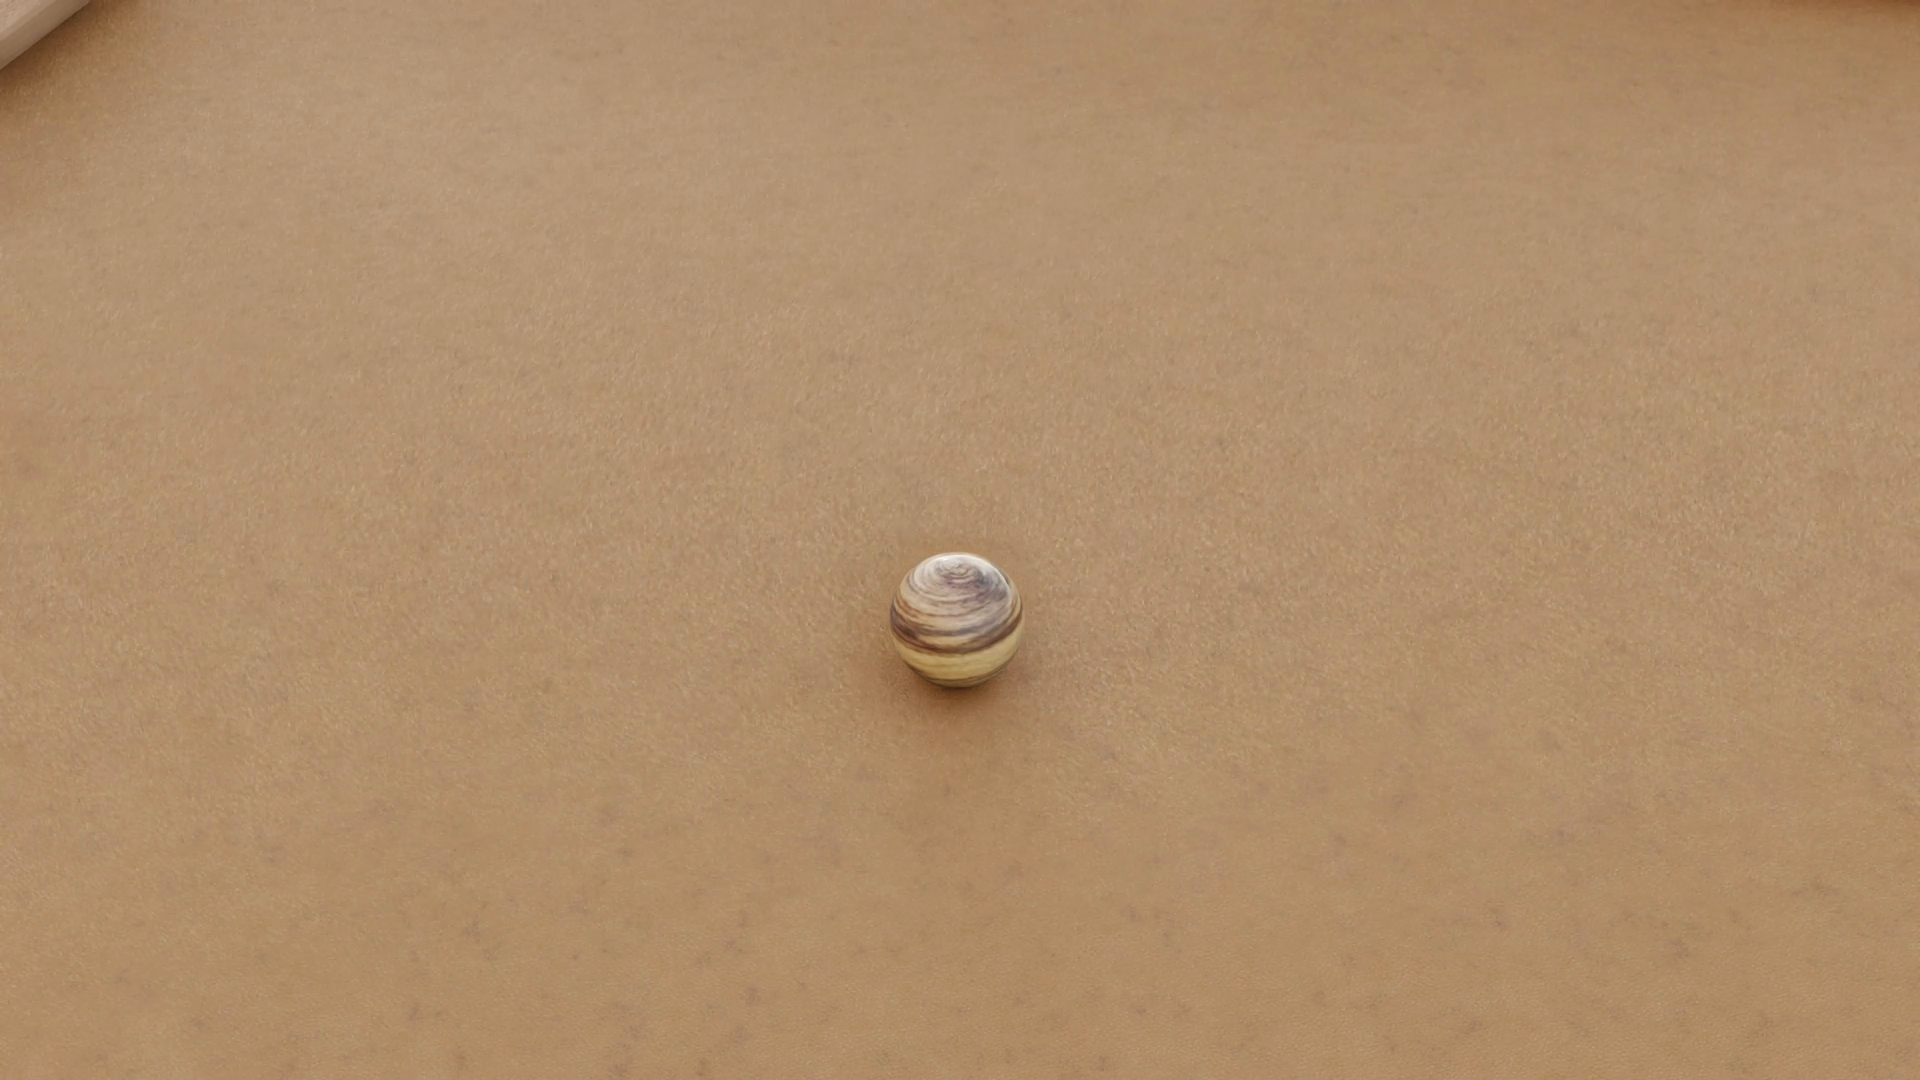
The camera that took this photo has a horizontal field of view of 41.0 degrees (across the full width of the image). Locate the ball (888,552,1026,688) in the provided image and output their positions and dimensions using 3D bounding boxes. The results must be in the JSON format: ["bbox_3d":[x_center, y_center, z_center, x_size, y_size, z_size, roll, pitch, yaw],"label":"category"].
[{"bbox_3d":[-0.002,0.053,1.697,0.090,0.090,0.090,0,35,0],"label":"ball"}]

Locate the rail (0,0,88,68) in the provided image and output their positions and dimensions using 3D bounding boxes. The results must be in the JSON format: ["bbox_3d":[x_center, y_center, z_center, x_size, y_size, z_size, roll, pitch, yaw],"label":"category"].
[{"bbox_3d":[-1.067,-0.169,1.991,0.045,0.117,2.499,8,36,11],"label":"rail"}]
